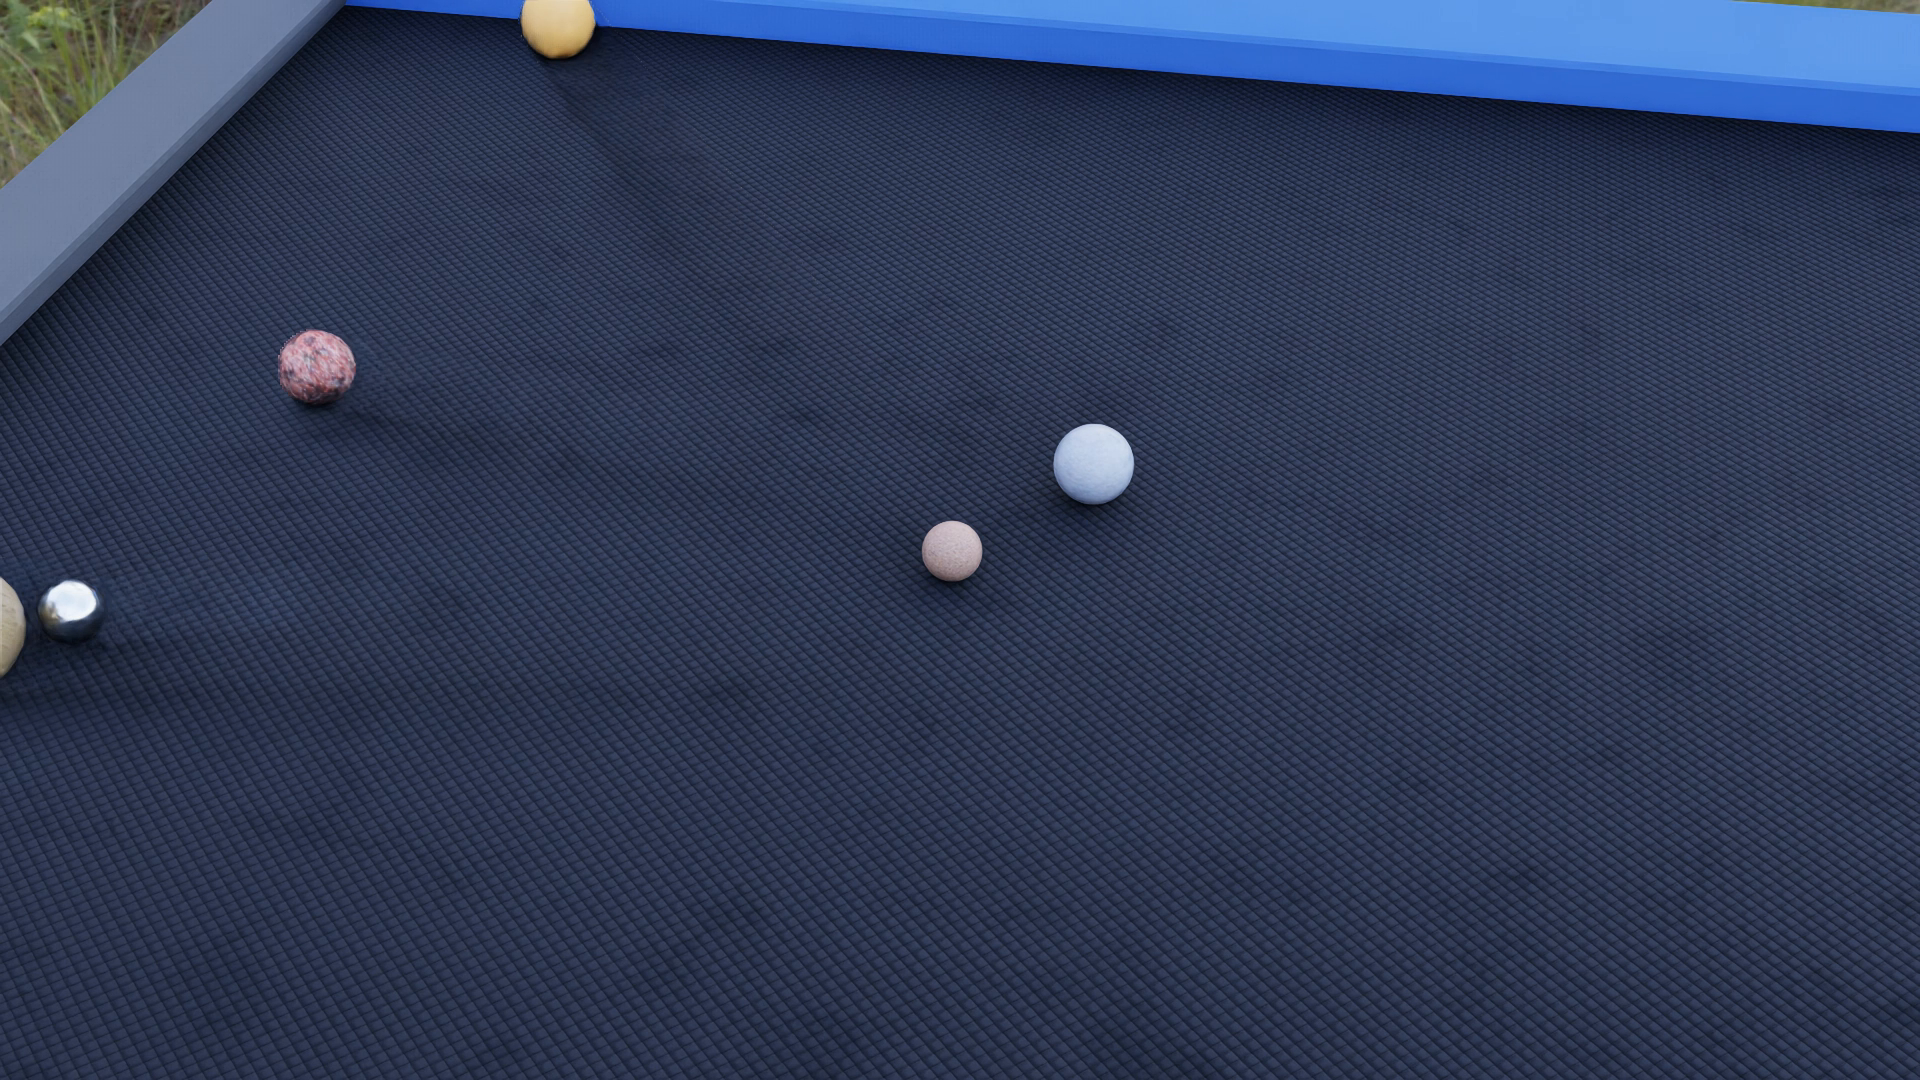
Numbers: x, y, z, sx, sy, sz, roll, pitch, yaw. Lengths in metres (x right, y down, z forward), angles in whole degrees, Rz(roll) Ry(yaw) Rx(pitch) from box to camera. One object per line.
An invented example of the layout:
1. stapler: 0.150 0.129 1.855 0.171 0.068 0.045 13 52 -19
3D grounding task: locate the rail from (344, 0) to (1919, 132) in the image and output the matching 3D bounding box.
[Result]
1. rail: 1.056 -0.441 2.526 3.568 0.124 0.045 6 35 9

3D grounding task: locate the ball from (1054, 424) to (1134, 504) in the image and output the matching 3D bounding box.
1. ball: 0.105 -0.060 2.024 0.064 0.064 0.064 0 34 0

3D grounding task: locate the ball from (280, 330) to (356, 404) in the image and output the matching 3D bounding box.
1. ball: -0.538 -0.145 2.150 0.062 0.062 0.062 0 34 0

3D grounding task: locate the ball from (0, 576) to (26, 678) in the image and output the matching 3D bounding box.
1. ball: -0.713 0.062 1.819 0.095 0.095 0.095 0 34 0

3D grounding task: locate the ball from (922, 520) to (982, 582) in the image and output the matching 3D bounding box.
1. ball: -0.006 0.008 1.940 0.046 0.046 0.046 0 34 0

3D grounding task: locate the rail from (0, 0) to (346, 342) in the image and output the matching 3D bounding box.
1. rail: -0.852 -0.122 2.060 0.045 0.124 1.901 6 35 9

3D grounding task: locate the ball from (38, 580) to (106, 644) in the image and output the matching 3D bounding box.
1. ball: -0.649 0.052 1.875 0.048 0.048 0.048 0 34 0

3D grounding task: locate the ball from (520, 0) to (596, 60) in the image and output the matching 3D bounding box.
1. ball: -0.428 -0.551 2.728 0.078 0.078 0.078 0 34 0
